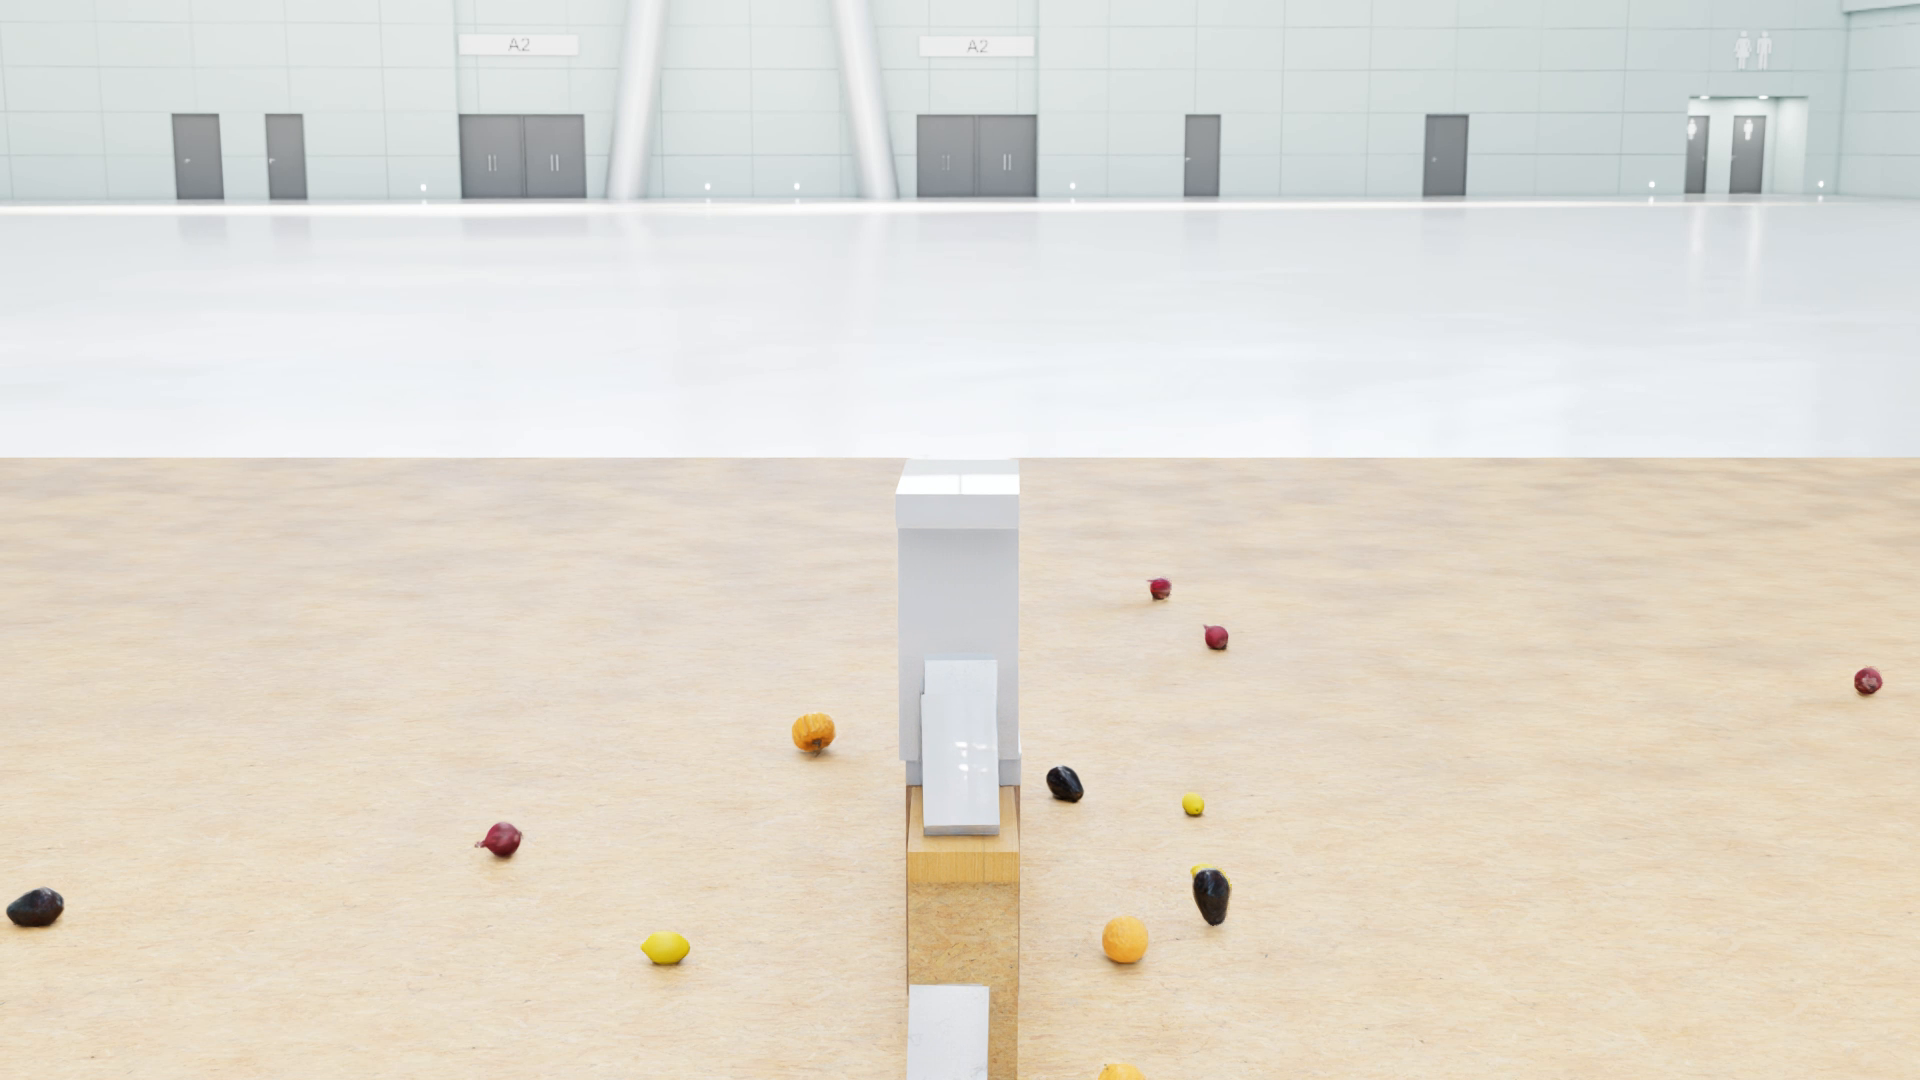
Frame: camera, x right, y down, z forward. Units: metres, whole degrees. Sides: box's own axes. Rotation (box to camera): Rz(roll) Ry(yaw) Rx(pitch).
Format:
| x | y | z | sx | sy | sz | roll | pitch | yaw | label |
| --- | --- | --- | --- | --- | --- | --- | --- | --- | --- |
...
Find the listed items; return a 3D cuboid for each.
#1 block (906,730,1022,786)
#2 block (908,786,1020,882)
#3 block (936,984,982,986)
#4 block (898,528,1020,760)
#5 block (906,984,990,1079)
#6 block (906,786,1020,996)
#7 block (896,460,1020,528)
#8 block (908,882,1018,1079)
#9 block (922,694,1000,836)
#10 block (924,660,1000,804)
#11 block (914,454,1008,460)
| x | y | z | sx | sy | sz | roll | pitch | yaw | label |
| --- | --- | --- | --- | --- | --- | --- | --- | --- | --- |
| 0.005 | 0.297 | 3.303 | 0.166 | 0.047 | 0.331 | 0 | 11 | 0 | block |
| 0.004 | 0.398 | 3.000 | 0.145 | 0.041 | 0.290 | 0 | 11 | 0 | block |
| -0.001 | 0.608 | 2.859 | 0.061 | 0.017 | 0.121 | 0 | 10 | 0 | block |
| -0.003 | 0.139 | 3.096 | 0.169 | 0.337 | 0.048 | 0 | 8 | -2 | block |
| -0.016 | 0.663 | 2.762 | 0.100 | 0.201 | 0.028 | 1 | -20 | 3 | block |
| 0.004 | 0.503 | 3.229 | 0.166 | 0.331 | 0.047 | 0 | 11 | 0 | block |
| 0.000 | -0.069 | 3.159 | 0.169 | 0.048 | 0.338 | 0 | 10 | 1 | block |
| 0.004 | 0.579 | 2.936 | 0.145 | 0.290 | 0.041 | 0 | 11 | 0 | block |
| -0.001 | 0.302 | 2.968 | 0.100 | 0.028 | 0.201 | 0 | 55 | -2 | block |
| 0.002 | 0.268 | 3.046 | 0.100 | 0.201 | 0.028 | 0 | -9 | -2 | block |
| 0.000 | -0.093 | 3.486 | 0.153 | 0.043 | 0.305 | 0 | 11 | 0 | block |
